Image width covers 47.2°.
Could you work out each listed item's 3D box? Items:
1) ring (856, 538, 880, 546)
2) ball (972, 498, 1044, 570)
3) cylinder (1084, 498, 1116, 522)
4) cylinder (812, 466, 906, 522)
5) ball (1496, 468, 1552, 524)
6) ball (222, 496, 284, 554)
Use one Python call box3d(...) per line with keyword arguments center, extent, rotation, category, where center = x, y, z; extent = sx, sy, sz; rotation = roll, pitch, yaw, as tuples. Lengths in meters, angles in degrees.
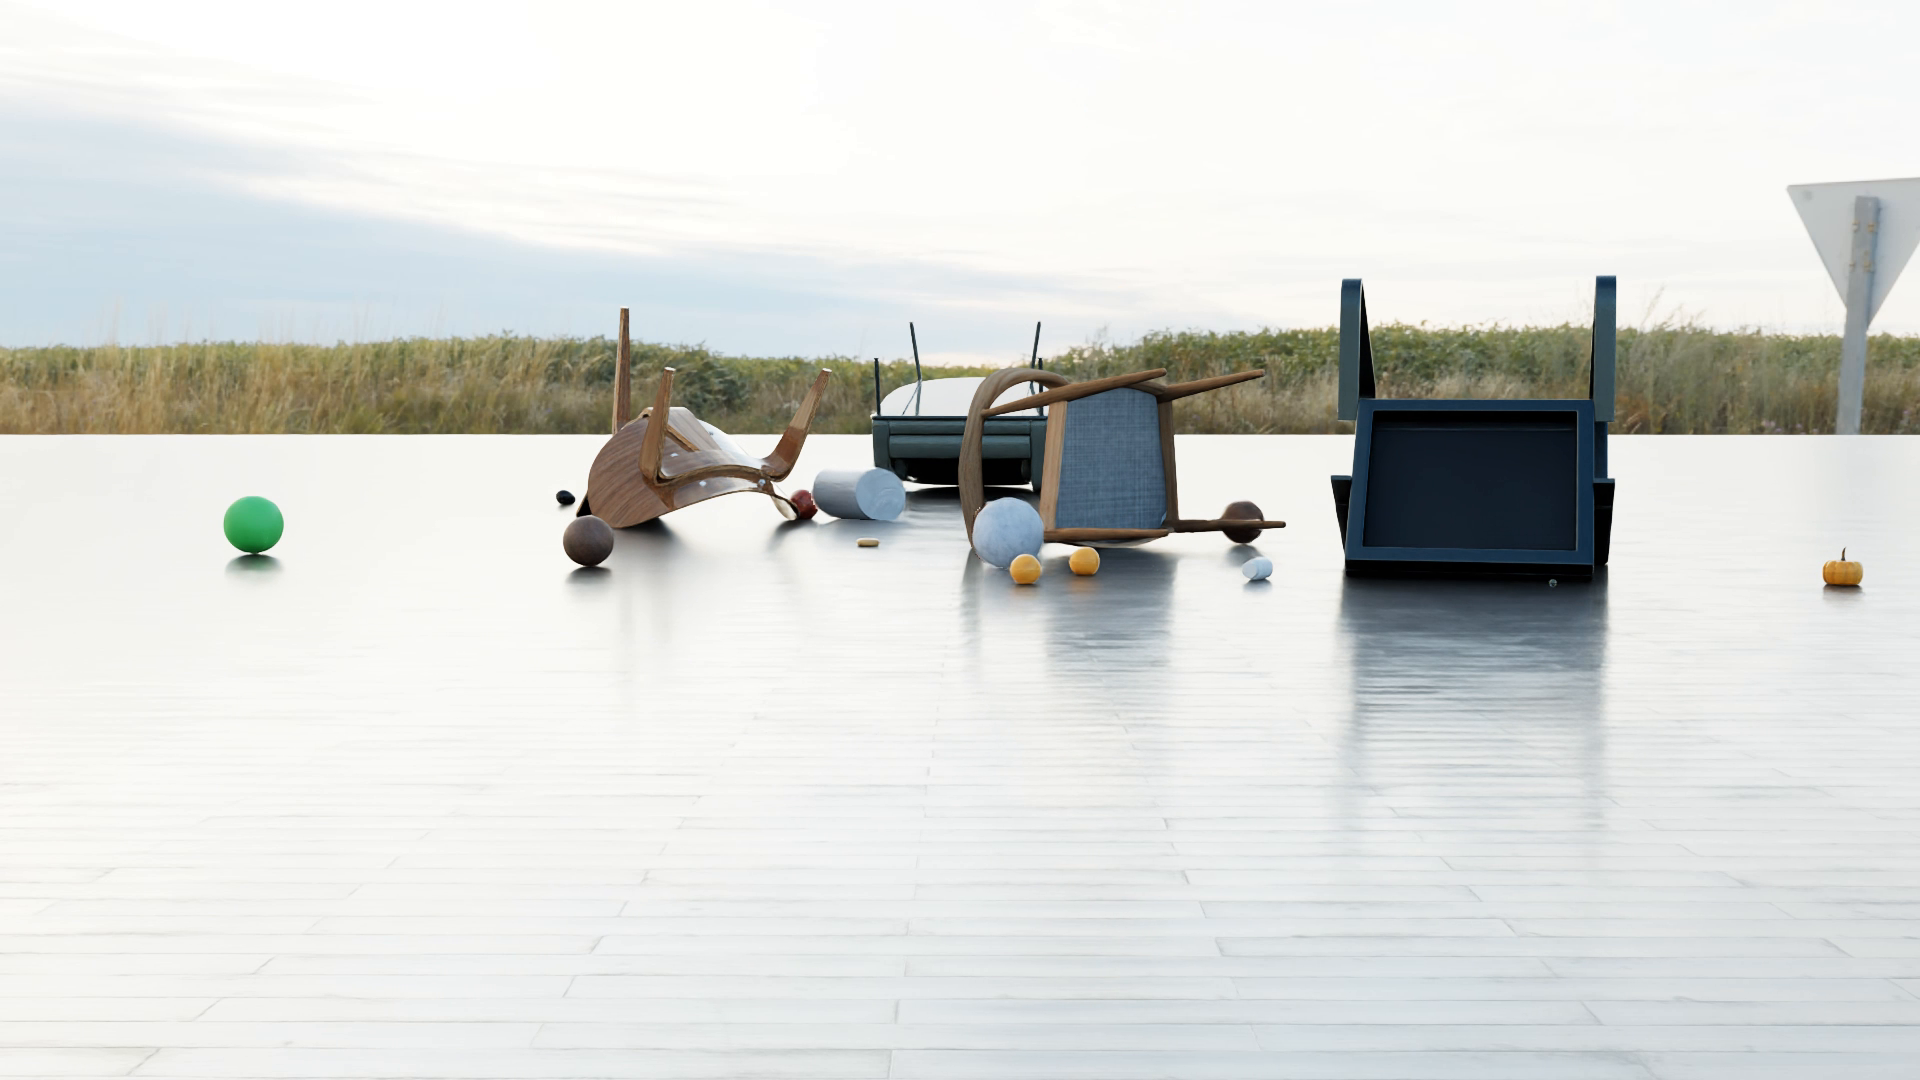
box3d(center=(-0.263, 0.007, 6.304), extent=(0.068, 0.021, 0.061), rotation=(0, 5, -13), category="ring")
box3d(center=(0.121, -0.017, 5.485), extent=(0.179, 0.179, 0.179), rotation=(0, 4, 0), category="ball")
box3d(center=(0.475, -0.101, 7.435), extent=(0.111, 0.080, 0.121), rotation=(0, -1, 4), category="cylinder")
box3d(center=(-0.345, -0.159, 7.530), extent=(0.224, 0.177, 0.235), rotation=(4, -11, 46), category="cylinder")
box3d(center=(1.888, -0.148, 7.365), extent=(0.184, 0.184, 0.184), rotation=(0, 4, 0), category="ball")
box3d(center=(-1.927, -0.043, 5.999), extent=(0.160, 0.160, 0.160), rotation=(0, 4, 0), category="ball")
